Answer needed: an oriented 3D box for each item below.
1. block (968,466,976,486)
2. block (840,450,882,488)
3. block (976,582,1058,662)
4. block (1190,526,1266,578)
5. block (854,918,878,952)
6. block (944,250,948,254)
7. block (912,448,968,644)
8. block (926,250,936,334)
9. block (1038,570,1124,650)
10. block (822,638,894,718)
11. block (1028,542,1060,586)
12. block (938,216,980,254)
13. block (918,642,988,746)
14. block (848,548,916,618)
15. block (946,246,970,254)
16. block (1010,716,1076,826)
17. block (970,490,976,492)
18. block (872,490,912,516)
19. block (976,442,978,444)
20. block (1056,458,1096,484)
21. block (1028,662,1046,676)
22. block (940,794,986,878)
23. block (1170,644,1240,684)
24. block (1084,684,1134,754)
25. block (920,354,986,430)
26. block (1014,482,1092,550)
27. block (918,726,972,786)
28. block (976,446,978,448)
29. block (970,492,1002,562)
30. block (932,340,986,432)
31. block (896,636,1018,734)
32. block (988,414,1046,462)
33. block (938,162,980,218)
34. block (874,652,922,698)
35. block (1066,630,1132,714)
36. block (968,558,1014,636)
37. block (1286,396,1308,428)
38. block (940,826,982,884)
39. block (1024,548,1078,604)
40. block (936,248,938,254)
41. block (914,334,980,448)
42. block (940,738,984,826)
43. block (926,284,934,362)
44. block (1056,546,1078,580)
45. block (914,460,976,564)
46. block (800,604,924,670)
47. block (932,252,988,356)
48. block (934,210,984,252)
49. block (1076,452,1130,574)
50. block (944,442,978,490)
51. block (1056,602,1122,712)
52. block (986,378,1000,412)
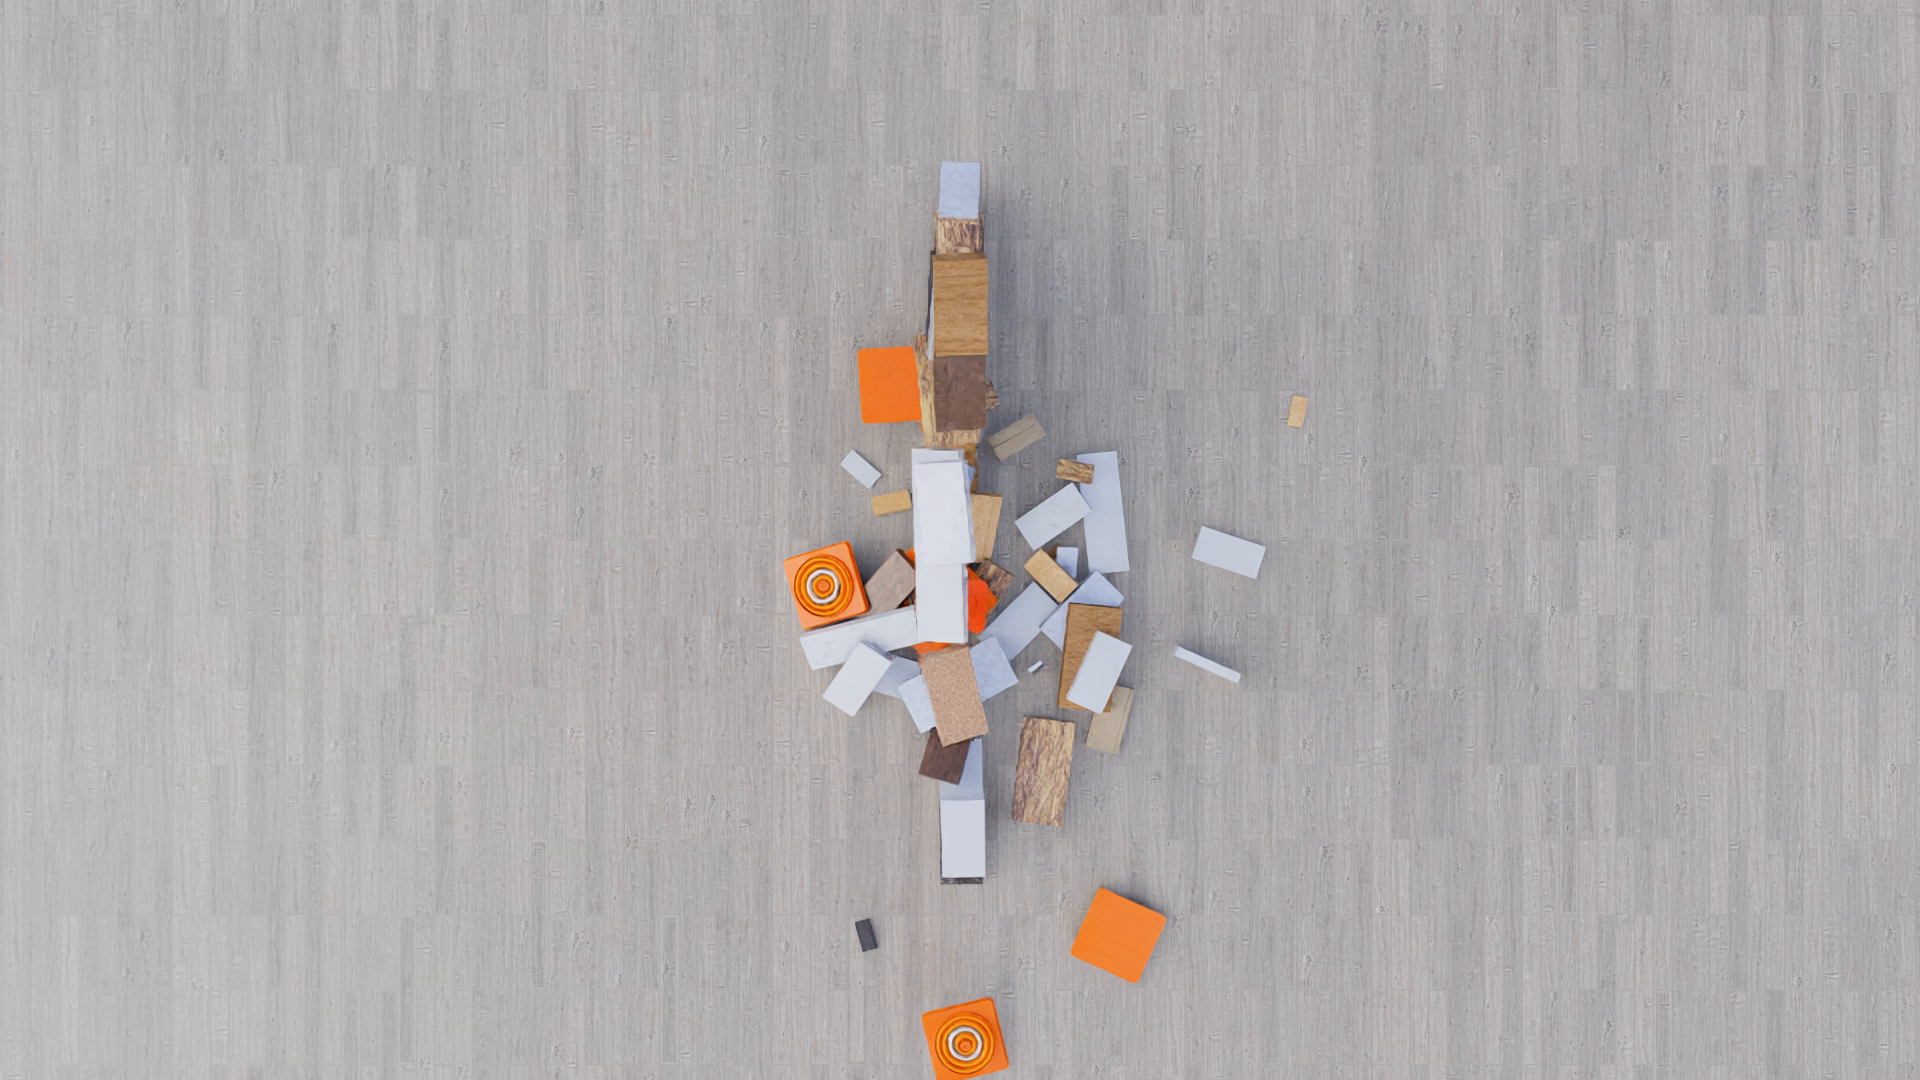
[{"bbox_3d":[-0.005,-0.191,5.283,0.087,0.210,0.025,17,117,0],"label":"block"},{"bbox_3d":[-0.330,-0.235,5.491,0.127,0.018,0.063,40,90,0],"label":"block"},{"bbox_3d":[0.197,0.278,5.481,0.267,0.038,0.134,-45,90,0],"label":"block"},{"bbox_3d":[0.892,0.042,5.484,0.222,0.031,0.111,18,90,0],"label":"block"},{"bbox_3d":[-0.313,1.316,5.493,0.050,0.014,0.101,-15,90,0],"label":"block"},{"bbox_3d":[-0.007,-0.874,5.055,0.070,0.140,0.020,3,103,3],"label":"block"},{"bbox_3d":[-0.062,0.018,5.196,0.158,0.045,0.614,3,101,22],"label":"block"},{"bbox_3d":[-0.016,-0.742,5.248,0.174,0.049,0.347,3,83,0],"label":"block"},{"bbox_3d":[0.401,0.239,5.451,0.134,0.038,0.267,44,90,-9],"label":"block"},{"bbox_3d":[-0.337,0.454,5.433,0.123,0.035,0.246,34,111,-3],"label":"block"},{"bbox_3d":[0.299,0.082,5.490,0.070,0.020,0.140,45,90,0],"label":"block"},{"bbox_3d":[-0.009,-0.875,5.145,0.126,0.036,0.252,3,95,0],"label":"block"},{"bbox_3d":[-0.019,0.499,5.331,0.158,0.045,0.315,-16,111,-8],"label":"block"},{"bbox_3d":[-0.239,0.167,5.412,0.132,0.037,0.265,47,113,13],"label":"block"},{"bbox_3d":[-0.009,-0.815,4.979,0.070,0.020,0.140,6,95,3],"label":"block"},{"bbox_3d":[0.275,0.767,5.476,0.172,0.049,0.345,7,90,0],"label":"block"},{"bbox_3d":[0.000,-0.177,5.457,0.101,0.029,0.202,0,107,1],"label":"block"},{"bbox_3d":[-0.228,-0.124,5.491,0.127,0.018,0.063,-12,90,0],"label":"block"},{"bbox_3d":[0.010,-0.399,5.415,0.087,0.025,0.175,-4,92,1],"label":"block"},{"bbox_3d":[0.382,-0.228,5.458,0.127,0.018,0.063,12,99,28],"label":"block"},{"bbox_3d":[0.254,0.424,5.449,0.050,0.101,0.014,-36,77,0],"label":"block"},{"bbox_3d":[0.010,0.968,5.394,0.141,0.040,0.283,-1,109,0],"label":"block"},{"bbox_3d":[0.810,0.408,5.444,0.222,0.111,0.031,24,90,0],"label":"block"},{"bbox_3d":[0.497,0.590,5.484,0.111,0.031,0.222,15,90,0],"label":"block"},{"bbox_3d":[-0.017,-0.513,5.292,0.174,0.049,0.347,8,81,-8],"label":"block"},{"bbox_3d":[0.310,-0.077,5.462,0.233,0.033,0.117,-35,86,8],"label":"block"},{"bbox_3d":[-0.034,0.663,5.438,0.134,0.038,0.267,15,75,8],"label":"block"},{"bbox_3d":[0.008,-0.389,5.462,0.087,0.025,0.175,-3,107,1],"label":"block"},{"bbox_3d":[0.060,-0.042,5.433,0.117,0.033,0.233,6,109,-14],"label":"block"},{"bbox_3d":[-0.003,-0.469,5.013,0.154,0.044,0.309,-4,131,-3],"label":"block"},{"bbox_3d":[-0.009,0.474,5.423,0.362,0.049,0.172,-27,90,-5],"label":"block"},{"bbox_3d":[0.188,-0.342,5.488,0.175,0.025,0.087,-30,90,0],"label":"block"},{"bbox_3d":[-0.002,-1.109,5.297,0.126,0.359,0.036,2,132,0],"label":"block"},{"bbox_3d":[-0.201,0.455,5.481,0.265,0.037,0.132,17,90,0],"label":"block"},{"bbox_3d":[0.454,0.431,5.386,0.123,0.035,0.246,24,92,-7],"label":"block"},{"bbox_3d":[0.071,0.188,5.463,0.117,0.033,0.233,32,100,0],"label":"block"},{"bbox_3d":[1.124,-0.426,5.493,0.050,0.014,0.101,12,90,0],"label":"block"},{"bbox_3d":[0.003,0.999,5.480,0.141,0.040,0.283,-1,90,0],"label":"block"},{"bbox_3d":[0.302,0.116,5.451,0.175,0.025,0.087,45,106,5],"label":"block"},{"bbox_3d":[-0.010,-0.915,5.225,0.126,0.036,0.252,2,72,0],"label":"block"},{"bbox_3d":[-0.041,-0.470,5.148,0.174,0.049,0.347,-6,93,-3],"label":"block"},{"bbox_3d":[0.004,0.799,5.451,0.141,0.040,0.283,-1,78,0],"label":"block"},{"bbox_3d":[-0.009,-0.666,4.896,0.154,0.044,0.309,0,134,-7],"label":"block"},{"bbox_3d":[0.351,0.091,5.472,0.070,0.020,0.140,2,100,-11],"label":"block"},{"bbox_3d":[-0.044,-0.085,5.121,0.157,0.045,0.315,-2,99,22],"label":"block"},{"bbox_3d":[-0.317,0.321,5.420,0.403,0.035,0.123,-15,112,12],"label":"block"},{"bbox_3d":[0.001,-0.680,4.765,0.154,0.044,0.309,-3,127,-2],"label":"block"},{"bbox_3d":[-0.001,-0.895,5.315,0.161,0.046,0.322,-1,86,0],"label":"block"},{"bbox_3d":[0.474,-0.090,5.481,0.132,0.037,0.398,-6,90,0],"label":"block"},{"bbox_3d":[0.004,-0.263,5.394,0.101,0.029,0.203,-4,93,1],"label":"block"},{"bbox_3d":[0.425,0.386,5.421,0.172,0.049,0.345,6,95,-6],"label":"block"},{"bbox_3d":[0.011,-0.444,5.387,0.223,0.027,0.095,-21,92,0],"label":"block"}]
